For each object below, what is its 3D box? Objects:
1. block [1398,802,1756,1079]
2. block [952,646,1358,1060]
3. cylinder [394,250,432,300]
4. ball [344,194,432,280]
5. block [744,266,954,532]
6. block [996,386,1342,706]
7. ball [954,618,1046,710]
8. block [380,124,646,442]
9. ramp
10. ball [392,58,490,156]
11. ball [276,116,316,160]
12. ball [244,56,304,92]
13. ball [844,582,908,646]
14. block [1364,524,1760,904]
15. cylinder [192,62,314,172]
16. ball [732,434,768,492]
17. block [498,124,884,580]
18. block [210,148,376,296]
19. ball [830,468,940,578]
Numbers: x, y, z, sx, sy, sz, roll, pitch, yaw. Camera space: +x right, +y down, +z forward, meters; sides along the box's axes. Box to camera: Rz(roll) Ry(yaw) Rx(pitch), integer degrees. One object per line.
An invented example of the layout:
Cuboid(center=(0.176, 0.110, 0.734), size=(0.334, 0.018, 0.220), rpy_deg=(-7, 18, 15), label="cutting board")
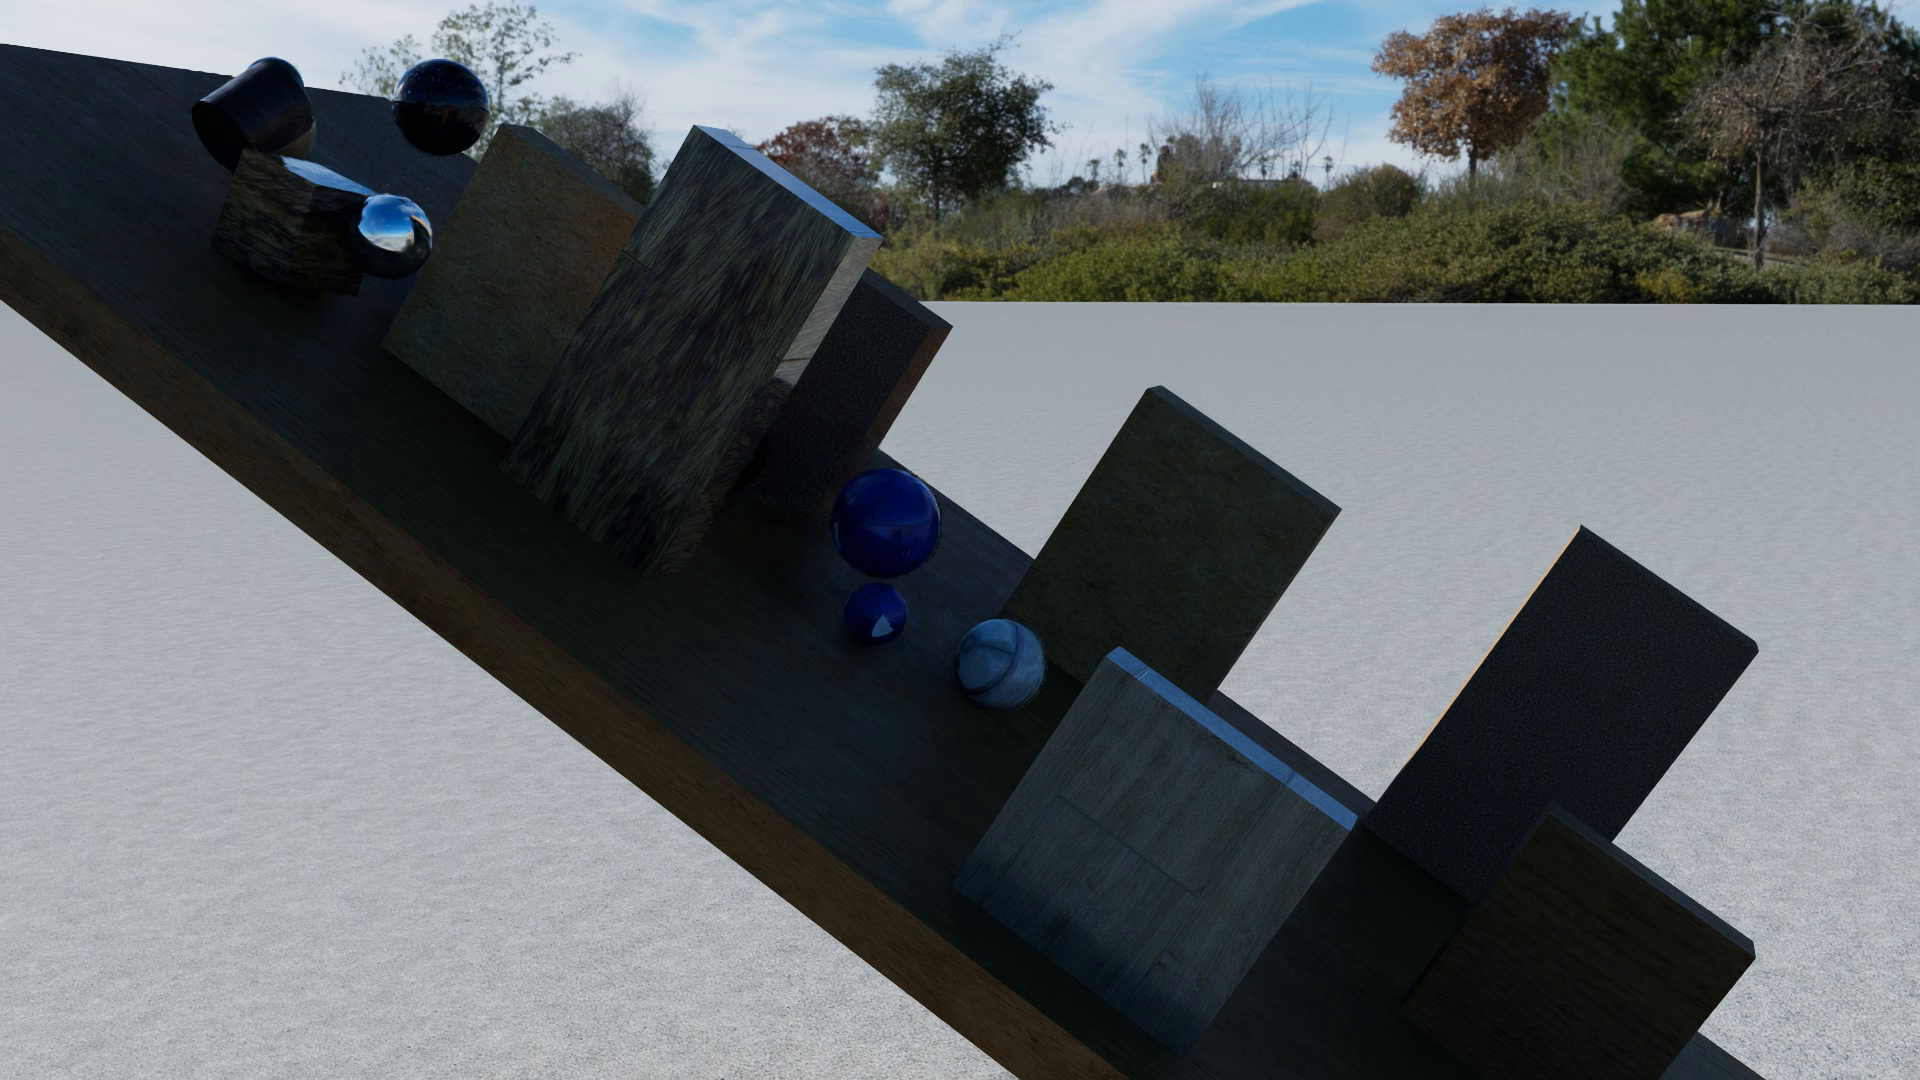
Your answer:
Cuboid(center=(1.045, 0.746, 3.747), size=(0.400, 0.443, 0.097), rpy_deg=(36, 15, 10), label="block")
Cuboid(center=(0.276, 0.449, 3.174), size=(0.417, 0.420, 0.090), rpy_deg=(36, 15, 10), label="block")
Cuboid(center=(-0.987, -0.486, 4.142), size=(0.114, 0.114, 0.114), rpy_deg=(1, -4, 12), label="cylinder")
Cuboid(center=(-0.985, -0.522, 3.790), size=(0.147, 0.147, 0.147), rpy_deg=(0, 7, 0), label="ball")
Cuboid(center=(-0.270, -0.295, 4.295), size=(0.280, 0.476, 0.141), rpy_deg=(36, 15, 10), label="block")
Cuboid(center=(0.416, 0.051, 4.419), size=(0.441, 0.567, 0.136), rpy_deg=(36, 15, 10), label="block")
Cuboid(center=(0.072, 0.224, 3.961), size=(0.164, 0.164, 0.164), rpy_deg=(0, 7, 0), label="ball")
Cuboid(center=(-0.757, -0.442, 3.822), size=(0.314, 0.452, 0.111), rpy_deg=(36, 15, 10), label="block")
Cuboid(center=(-0.127, 0.214, 4.100), size=(4.000, 0.100, 2.000), rpy_deg=(36, 15, 10), label="ramp")
Cuboid(center=(-0.994, -0.829, 4.215), size=(0.184, 0.184, 0.184), rpy_deg=(0, 7, 0), label="ball")
Cuboid(center=(-1.353, -0.811, 4.344), size=(0.157, 0.157, 0.157), rpy_deg=(0, 7, 0), label="ball")
Cuboid(center=(-1.452, -0.955, 4.647), size=(0.130, 0.130, 0.130), rpy_deg=(0, 7, 0), label="ball")
Cuboid(center=(-0.150, 0.131, 3.905), size=(0.113, 0.113, 0.113), rpy_deg=(0, 7, 0), label="ball")
Cuboid(center=(1.244, 0.407, 4.585), size=(0.423, 0.768, 0.126), rpy_deg=(36, 15, 10), label="block")
Cuboid(center=(-1.242, -0.742, 3.864), size=(0.144, 0.144, 0.144), rpy_deg=(6, 41, 40), label="cylinder")
Cuboid(center=(-0.450, -0.178, 4.143), size=(0.178, 0.178, 0.178), rpy_deg=(0, 7, 0), label="ball")
Cuboid(center=(-0.446, -0.304, 3.607), size=(0.326, 0.664, 0.134), rpy_deg=(36, 15, 10), label="block")
Cuboid(center=(-1.149, -0.553, 3.836), size=(0.182, 0.182, 0.182), rpy_deg=(27, 12, 25), label="block")
Cuboid(center=(-0.134, -0.030, 3.952), size=(0.199, 0.199, 0.199), rpy_deg=(0, 7, 0), label="ball")
